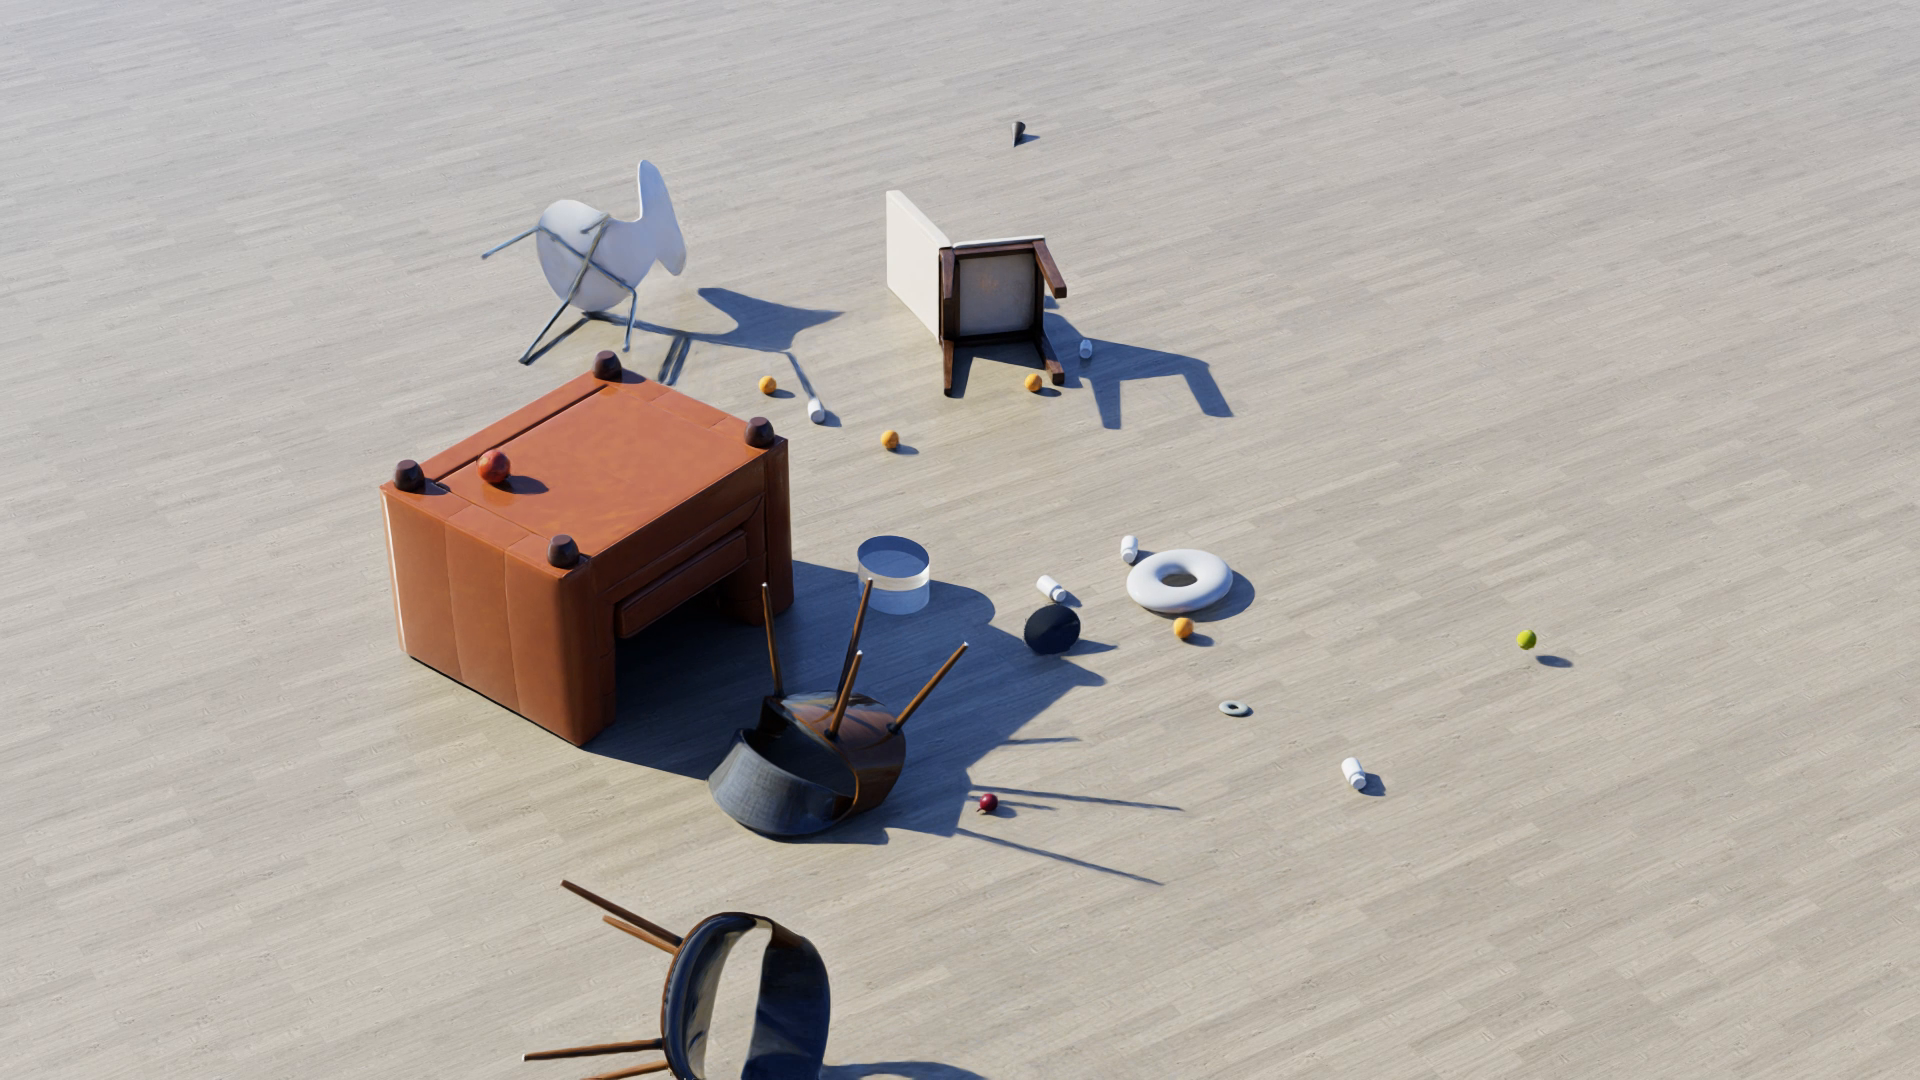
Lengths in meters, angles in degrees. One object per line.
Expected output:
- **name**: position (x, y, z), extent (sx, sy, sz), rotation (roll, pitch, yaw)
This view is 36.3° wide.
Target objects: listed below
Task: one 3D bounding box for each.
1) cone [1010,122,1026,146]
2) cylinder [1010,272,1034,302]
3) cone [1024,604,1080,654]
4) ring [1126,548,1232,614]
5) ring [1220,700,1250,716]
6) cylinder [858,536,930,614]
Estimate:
- **cone**: position (0.263, -1.894, 13.789), extent (0.074, 0.066, 0.156), rotation (-12, 41, 23)
- **cylinder**: position (0.265, -1.075, 12.487), extent (0.083, 0.101, 0.087), rotation (-31, 37, 3)
- **cone**: position (0.311, 0.320, 10.395), extent (0.211, 0.172, 0.120), rotation (-20, 1, -14)
- **ring**: position (0.798, 0.148, 10.652), extent (0.411, 0.075, 0.354), rotation (-23, 39, -30)
- **ring**: position (0.940, 0.577, 10.055), extent (0.103, 0.016, 0.078), rotation (6, 34, 10)
- **cylinder**: position (-0.241, 0.126, 10.609), extent (0.244, 0.159, 0.294), rotation (-22, 39, -29)
